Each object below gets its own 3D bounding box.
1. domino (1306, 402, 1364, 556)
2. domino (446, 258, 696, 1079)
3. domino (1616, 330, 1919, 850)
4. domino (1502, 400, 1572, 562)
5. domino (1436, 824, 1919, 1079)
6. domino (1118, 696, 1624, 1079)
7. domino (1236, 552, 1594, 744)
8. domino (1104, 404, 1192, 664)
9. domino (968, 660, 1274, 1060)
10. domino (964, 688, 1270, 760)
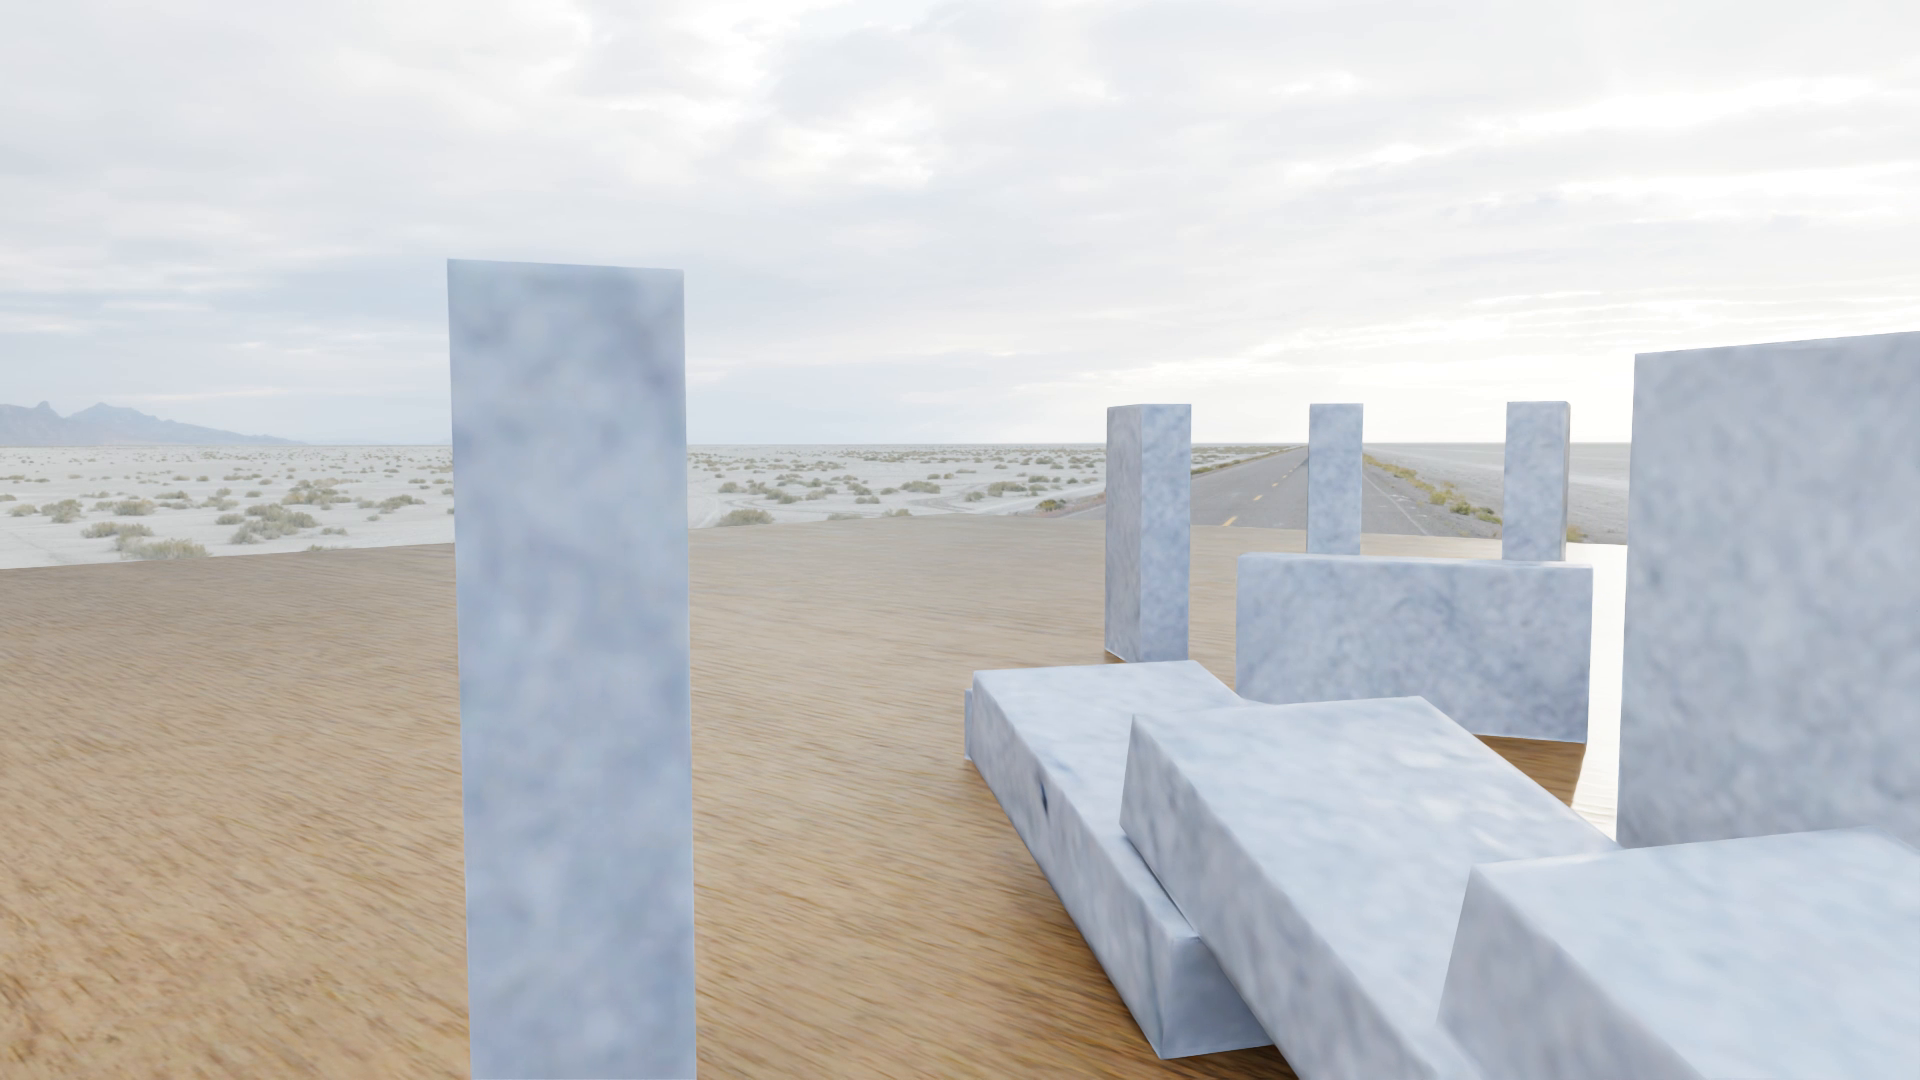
[{"bbox_3d":[0.073,-0.001,0.250,0.010,0.050,0.025,1,4,15],"label":"domino"},{"bbox_3d":[-0.021,0.013,0.067,0.010,0.050,0.025,-2,5,-20],"label":"domino"},{"bbox_3d":[0.065,0.010,0.098,0.009,0.050,0.025,-2,5,-19],"label":"domino"},{"bbox_3d":[0.106,0.000,0.237,0.010,0.050,0.025,2,5,27],"label":"domino"},{"bbox_3d":[0.043,0.028,0.044,0.025,0.009,0.050,-1,20,-15],"label":"domino"},{"bbox_3d":[0.031,0.026,0.079,0.025,0.010,0.050,-1,20,-16],"label":"domino"},{"bbox_3d":[0.068,0.015,0.196,0.050,0.025,0.009,2,5,23],"label":"domino"},{"bbox_3d":[0.037,-0.001,0.253,0.009,0.050,0.025,-1,4,-9],"label":"domino"},{"bbox_3d":[0.020,0.024,0.114,0.025,0.009,0.050,-1,16,-15],"label":"domino"},{"bbox_3d":[0.026,0.026,0.161,0.025,0.010,0.050,-3,5,-37],"label":"domino"}]
